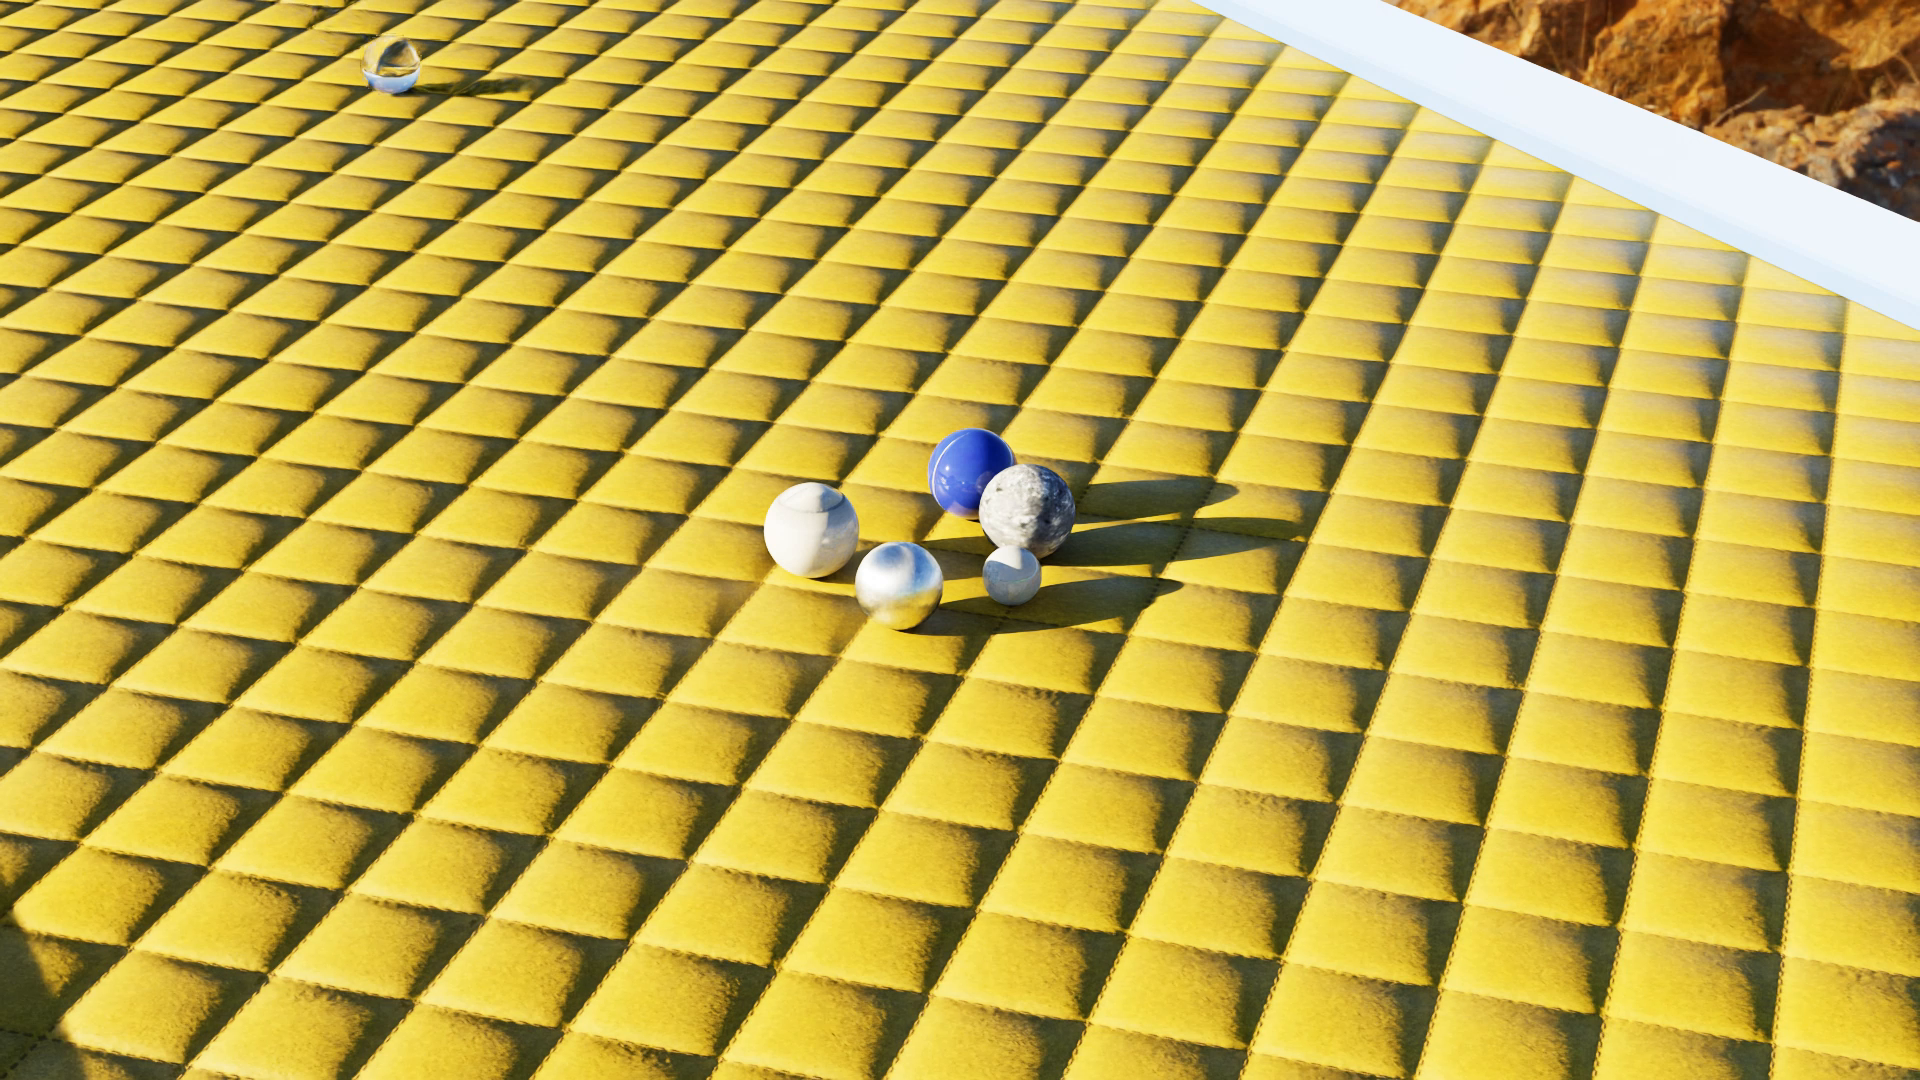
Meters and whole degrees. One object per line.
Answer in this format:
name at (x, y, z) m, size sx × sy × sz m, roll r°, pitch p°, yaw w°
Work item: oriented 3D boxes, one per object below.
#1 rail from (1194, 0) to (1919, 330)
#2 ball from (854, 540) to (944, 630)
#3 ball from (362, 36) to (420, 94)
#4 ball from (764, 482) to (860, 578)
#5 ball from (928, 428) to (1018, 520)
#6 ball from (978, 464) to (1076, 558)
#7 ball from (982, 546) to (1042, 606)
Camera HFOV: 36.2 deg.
rail at (0.399, -0.537, 3.121) m, size 0.045 × 0.089 × 3.495 m, roll -13°, pitch 29°, yaw -25°
ball at (-0.041, 0.031, 1.986) m, size 0.060 × 0.060 × 0.060 m, roll 0°, pitch 26°, yaw 0°
ball at (-0.594, -0.495, 3.070) m, size 0.061 × 0.061 × 0.061 m, roll 0°, pitch 26°, yaw 0°
ball at (-0.103, -0.007, 2.056) m, size 0.067 × 0.067 × 0.067 m, roll 0°, pitch 26°, yaw 0°
ball at (0.010, -0.048, 2.141) m, size 0.067 × 0.067 × 0.067 m, roll 0°, pitch 26°, yaw 0°
ball at (0.048, -0.020, 2.081) m, size 0.069 × 0.069 × 0.069 m, roll 0°, pitch 26°, yaw 0°
ball at (0.036, 0.024, 2.021) m, size 0.042 × 0.042 × 0.042 m, roll 0°, pitch 26°, yaw 0°
